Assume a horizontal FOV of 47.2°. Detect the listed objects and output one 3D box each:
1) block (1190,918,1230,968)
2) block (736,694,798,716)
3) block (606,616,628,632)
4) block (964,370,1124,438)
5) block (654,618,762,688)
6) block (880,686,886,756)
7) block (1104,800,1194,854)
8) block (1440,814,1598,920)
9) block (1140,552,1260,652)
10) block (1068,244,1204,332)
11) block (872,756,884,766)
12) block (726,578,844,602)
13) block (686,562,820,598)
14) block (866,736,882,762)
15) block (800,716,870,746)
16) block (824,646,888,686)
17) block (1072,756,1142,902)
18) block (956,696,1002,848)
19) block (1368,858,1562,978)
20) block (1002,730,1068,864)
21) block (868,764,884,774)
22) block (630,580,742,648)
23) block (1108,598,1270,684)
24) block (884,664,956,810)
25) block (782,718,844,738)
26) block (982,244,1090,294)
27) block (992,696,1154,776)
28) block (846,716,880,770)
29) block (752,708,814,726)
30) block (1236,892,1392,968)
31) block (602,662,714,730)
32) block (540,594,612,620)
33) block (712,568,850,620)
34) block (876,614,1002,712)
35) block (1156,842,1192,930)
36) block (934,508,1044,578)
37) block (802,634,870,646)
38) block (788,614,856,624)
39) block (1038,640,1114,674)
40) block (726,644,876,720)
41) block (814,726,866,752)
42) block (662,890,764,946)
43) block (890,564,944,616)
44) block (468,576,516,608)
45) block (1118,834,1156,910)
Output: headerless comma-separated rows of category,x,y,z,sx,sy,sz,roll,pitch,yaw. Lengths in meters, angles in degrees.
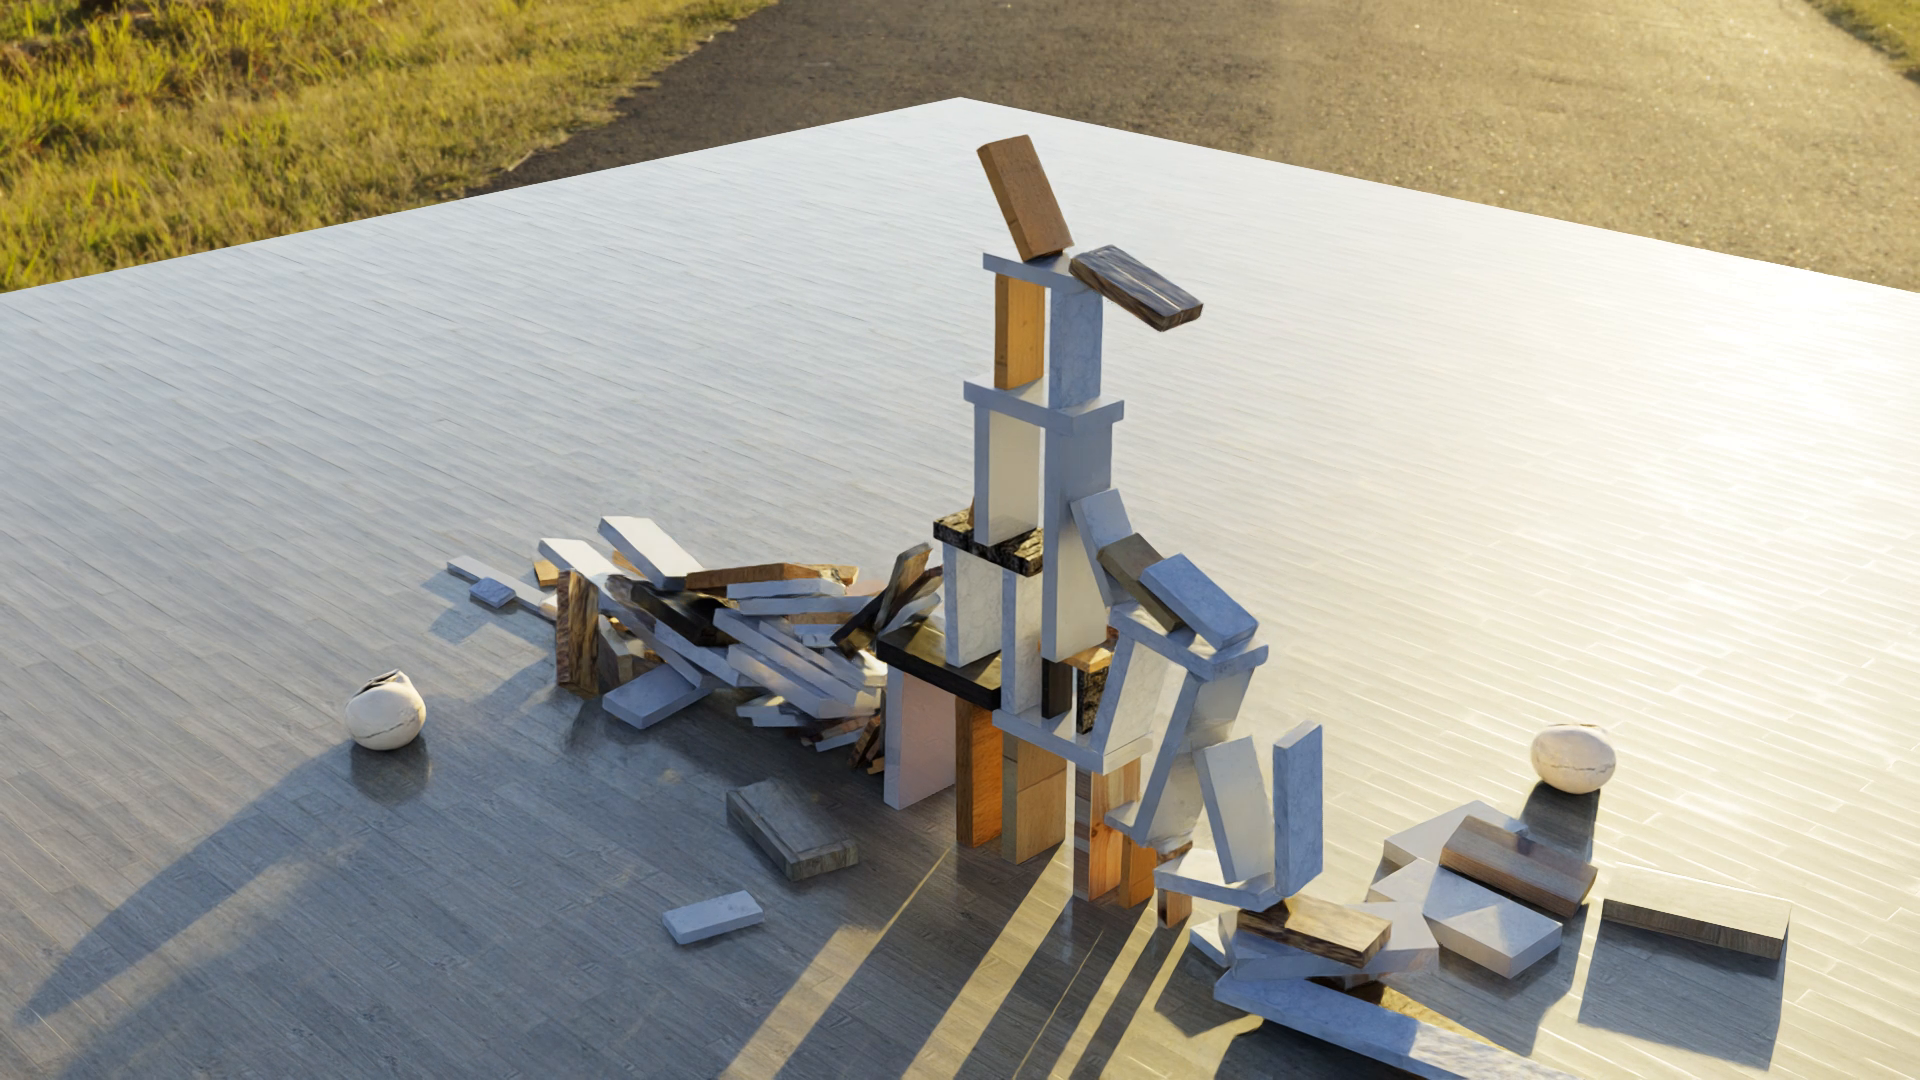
block,0.534,0.718,4.032,0.204,0.029,0.102,-13,26,-29
block,-0.407,0.360,4.794,0.083,0.024,0.167,-20,9,-38
block,-0.843,0.192,5.244,0.115,0.016,0.058,14,10,7
block,0.149,-0.252,3.946,0.135,0.038,0.269,-21,31,-40
block,-0.531,0.249,4.921,0.156,0.044,0.311,1,18,-45
block,-0.132,0.361,4.491,0.061,0.190,0.017,-17,46,-21
block,0.350,0.532,4.083,0.077,0.022,0.154,-20,30,-39
block,1.065,0.620,4.191,0.265,0.038,0.133,22,34,25
block,0.415,0.107,3.814,0.099,0.028,0.197,-21,54,-40
block,0.297,-0.427,3.720,0.212,0.030,0.106,37,40,29
block,-0.137,0.447,4.550,0.046,0.013,0.092,-20,-3,-42
block,-0.391,0.117,4.936,0.234,0.033,0.117,-4,-12,24
block,-0.472,0.093,5.004,0.275,0.039,0.138,-6,-12,31
block,-0.145,0.410,4.592,0.061,0.122,0.017,-13,55,-50
block,-0.266,0.404,4.685,0.076,0.021,0.151,-21,0,-41
block,-0.205,0.261,4.568,0.083,0.024,0.167,3,17,-37
block,0.278,0.529,4.153,0.040,0.282,0.141,21,31,41
block,0.065,0.432,4.333,0.160,0.320,0.045,-21,30,-41
block,0.930,0.695,4.065,0.158,0.045,0.317,-20,30,-38
block,0.145,0.477,4.275,0.040,0.282,0.141,21,31,41
block,-0.149,0.467,4.582,0.046,0.013,0.092,-21,-2,-40
block,-0.603,0.168,4.992,0.156,0.044,0.311,3,17,-40
block,0.398,0.165,3.843,0.131,0.037,0.262,-17,32,-36
block,-0.077,0.376,4.463,0.160,0.320,0.045,-21,34,-40
block,-0.314,0.396,4.687,0.083,0.024,0.167,-20,1,-21
block,0.153,-0.477,3.843,0.107,0.030,0.213,-21,31,-40
block,0.211,0.355,4.151,0.282,0.040,0.141,21,31,40
block,-0.179,0.416,4.599,0.076,0.151,0.021,-21,61,-41
block,-0.371,0.378,4.764,0.083,0.024,0.167,-21,9,-38
block,0.618,0.673,3.843,0.238,0.034,0.119,13,25,32
block,-0.667,0.340,4.891,0.119,0.034,0.238,26,33,28
block,-0.888,0.153,5.184,0.113,0.032,0.226,20,16,11
block,-0.455,0.150,5.316,0.351,0.050,0.175,-8,24,-9
block,0.003,0.238,4.317,0.320,0.045,0.160,21,31,40
block,0.397,0.634,4.068,0.022,0.154,0.077,16,28,40
block,0.082,-0.001,4.136,0.125,0.035,0.250,-21,32,-40
block,-0.237,0.211,4.607,0.166,0.024,0.083,-2,-4,33
block,-0.284,0.168,4.668,0.081,0.023,0.161,3,-4,-43
block,0.215,0.209,4.085,0.066,0.019,0.131,-21,31,-40
block,-0.340,0.298,4.707,0.156,0.044,0.329,0,18,-43
block,-0.234,0.415,4.660,0.076,0.021,0.151,-21,0,-41
block,-0.458,0.700,4.081,0.166,0.024,0.083,-12,26,-26
block,-0.076,0.097,4.376,0.070,0.140,0.020,-19,70,-45
block,-1.152,0.128,5.416,0.119,0.017,0.059,21,48,41
block,0.335,0.610,4.126,0.077,0.154,0.022,-21,33,-41
